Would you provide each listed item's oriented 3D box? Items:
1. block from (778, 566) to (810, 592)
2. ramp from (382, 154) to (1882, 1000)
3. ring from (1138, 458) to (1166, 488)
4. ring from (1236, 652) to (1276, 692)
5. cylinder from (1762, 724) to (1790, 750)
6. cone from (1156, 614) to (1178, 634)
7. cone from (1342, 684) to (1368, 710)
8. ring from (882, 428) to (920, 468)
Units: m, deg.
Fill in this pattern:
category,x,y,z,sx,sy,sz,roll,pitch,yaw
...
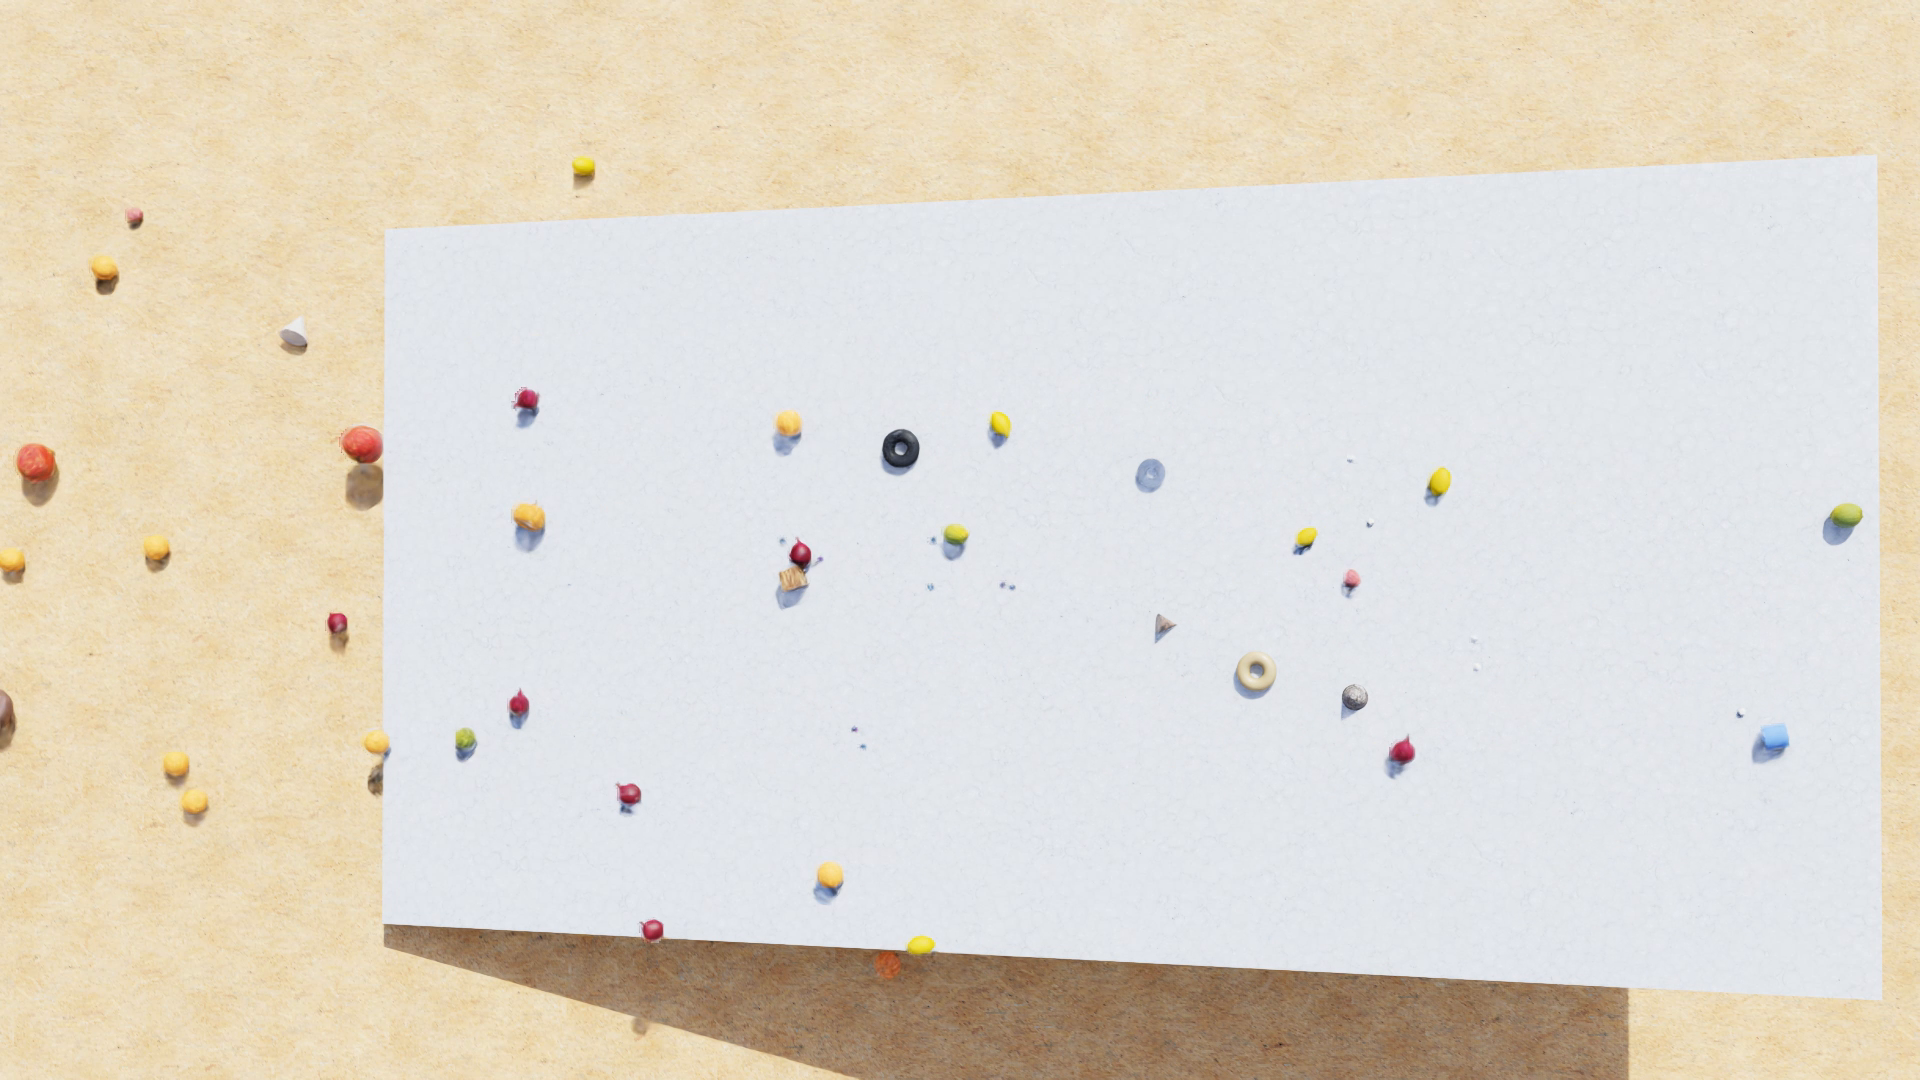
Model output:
category,x,y,z,sx,sy,sz,roll,pitch,yaw
block,-0.451,0.106,5.948,0.055,0.055,0.055,-21,83,15
ramp,0.271,0.095,5.815,4.000,0.100,2.000,0,89,17
ring,0.495,-0.174,5.688,0.076,0.025,0.076,0,90,16
ring,0.755,0.334,5.598,0.104,0.035,0.104,0,91,17
cylinder,1.943,0.470,5.234,0.053,0.053,0.053,-12,89,16
cone,0.536,0.217,5.670,0.052,0.052,0.052,4,89,-10
cone,0.986,0.396,5.512,0.067,0.067,0.067,0,89,17
ring,-0.158,-0.245,5.877,0.105,0.035,0.105,0,90,15
